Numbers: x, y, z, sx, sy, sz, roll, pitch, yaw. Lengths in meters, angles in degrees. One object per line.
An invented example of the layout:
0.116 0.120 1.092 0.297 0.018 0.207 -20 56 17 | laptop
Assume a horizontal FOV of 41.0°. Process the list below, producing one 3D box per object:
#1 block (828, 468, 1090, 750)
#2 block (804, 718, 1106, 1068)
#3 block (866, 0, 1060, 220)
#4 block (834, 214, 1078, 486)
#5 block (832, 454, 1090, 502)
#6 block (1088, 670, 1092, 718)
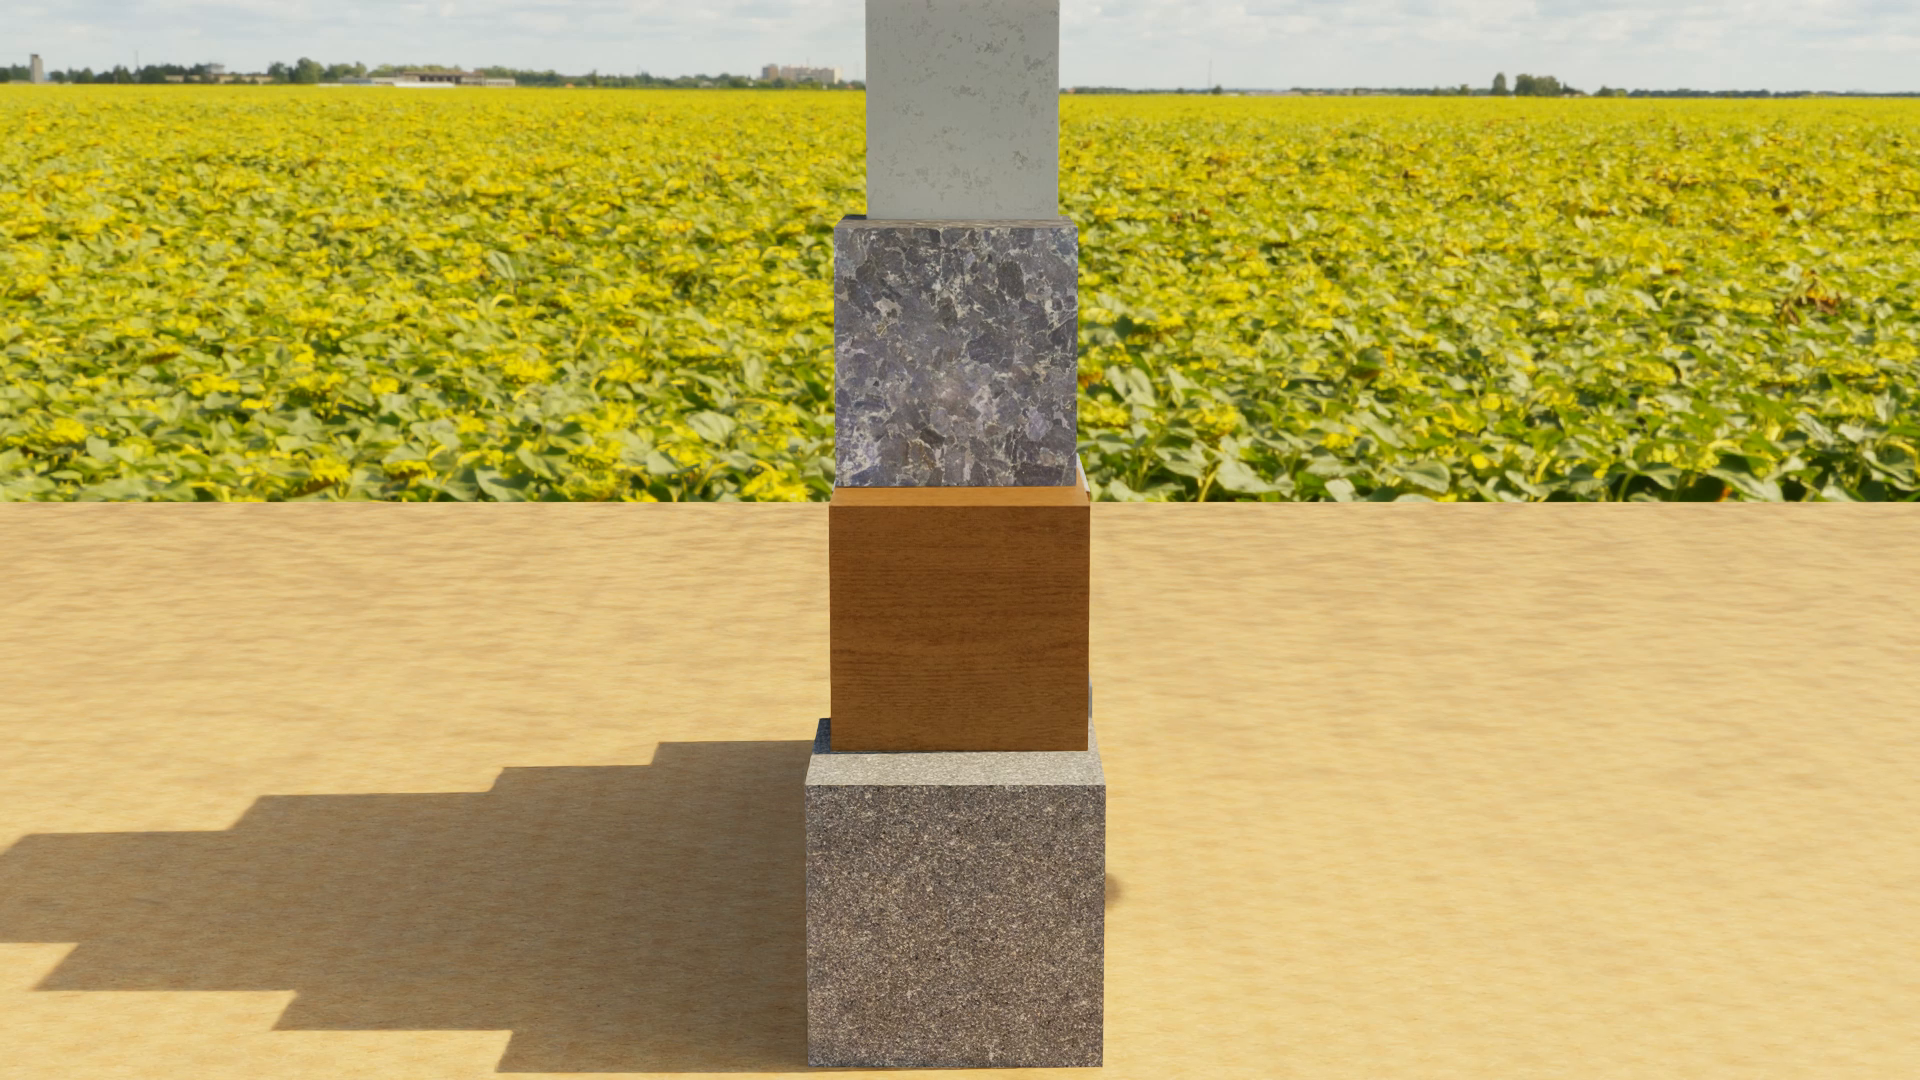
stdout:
-0.002 0.243 9.837 0.947 0.912 0.950 0 10 0 | block
-0.016 1.288 9.560 1.056 1.045 0.953 0 10 0 | block
0.010 -1.766 10.505 0.759 0.860 0.826 0 10 0 | block
-0.015 -0.774 10.172 0.915 0.976 1.027 0 10 0 | block
0.004 0.150 10.838 1.033 0.890 1.040 0 10 0 | block
0.011 1.009 11.307 1.089 0.969 0.936 0 10 0 | block
